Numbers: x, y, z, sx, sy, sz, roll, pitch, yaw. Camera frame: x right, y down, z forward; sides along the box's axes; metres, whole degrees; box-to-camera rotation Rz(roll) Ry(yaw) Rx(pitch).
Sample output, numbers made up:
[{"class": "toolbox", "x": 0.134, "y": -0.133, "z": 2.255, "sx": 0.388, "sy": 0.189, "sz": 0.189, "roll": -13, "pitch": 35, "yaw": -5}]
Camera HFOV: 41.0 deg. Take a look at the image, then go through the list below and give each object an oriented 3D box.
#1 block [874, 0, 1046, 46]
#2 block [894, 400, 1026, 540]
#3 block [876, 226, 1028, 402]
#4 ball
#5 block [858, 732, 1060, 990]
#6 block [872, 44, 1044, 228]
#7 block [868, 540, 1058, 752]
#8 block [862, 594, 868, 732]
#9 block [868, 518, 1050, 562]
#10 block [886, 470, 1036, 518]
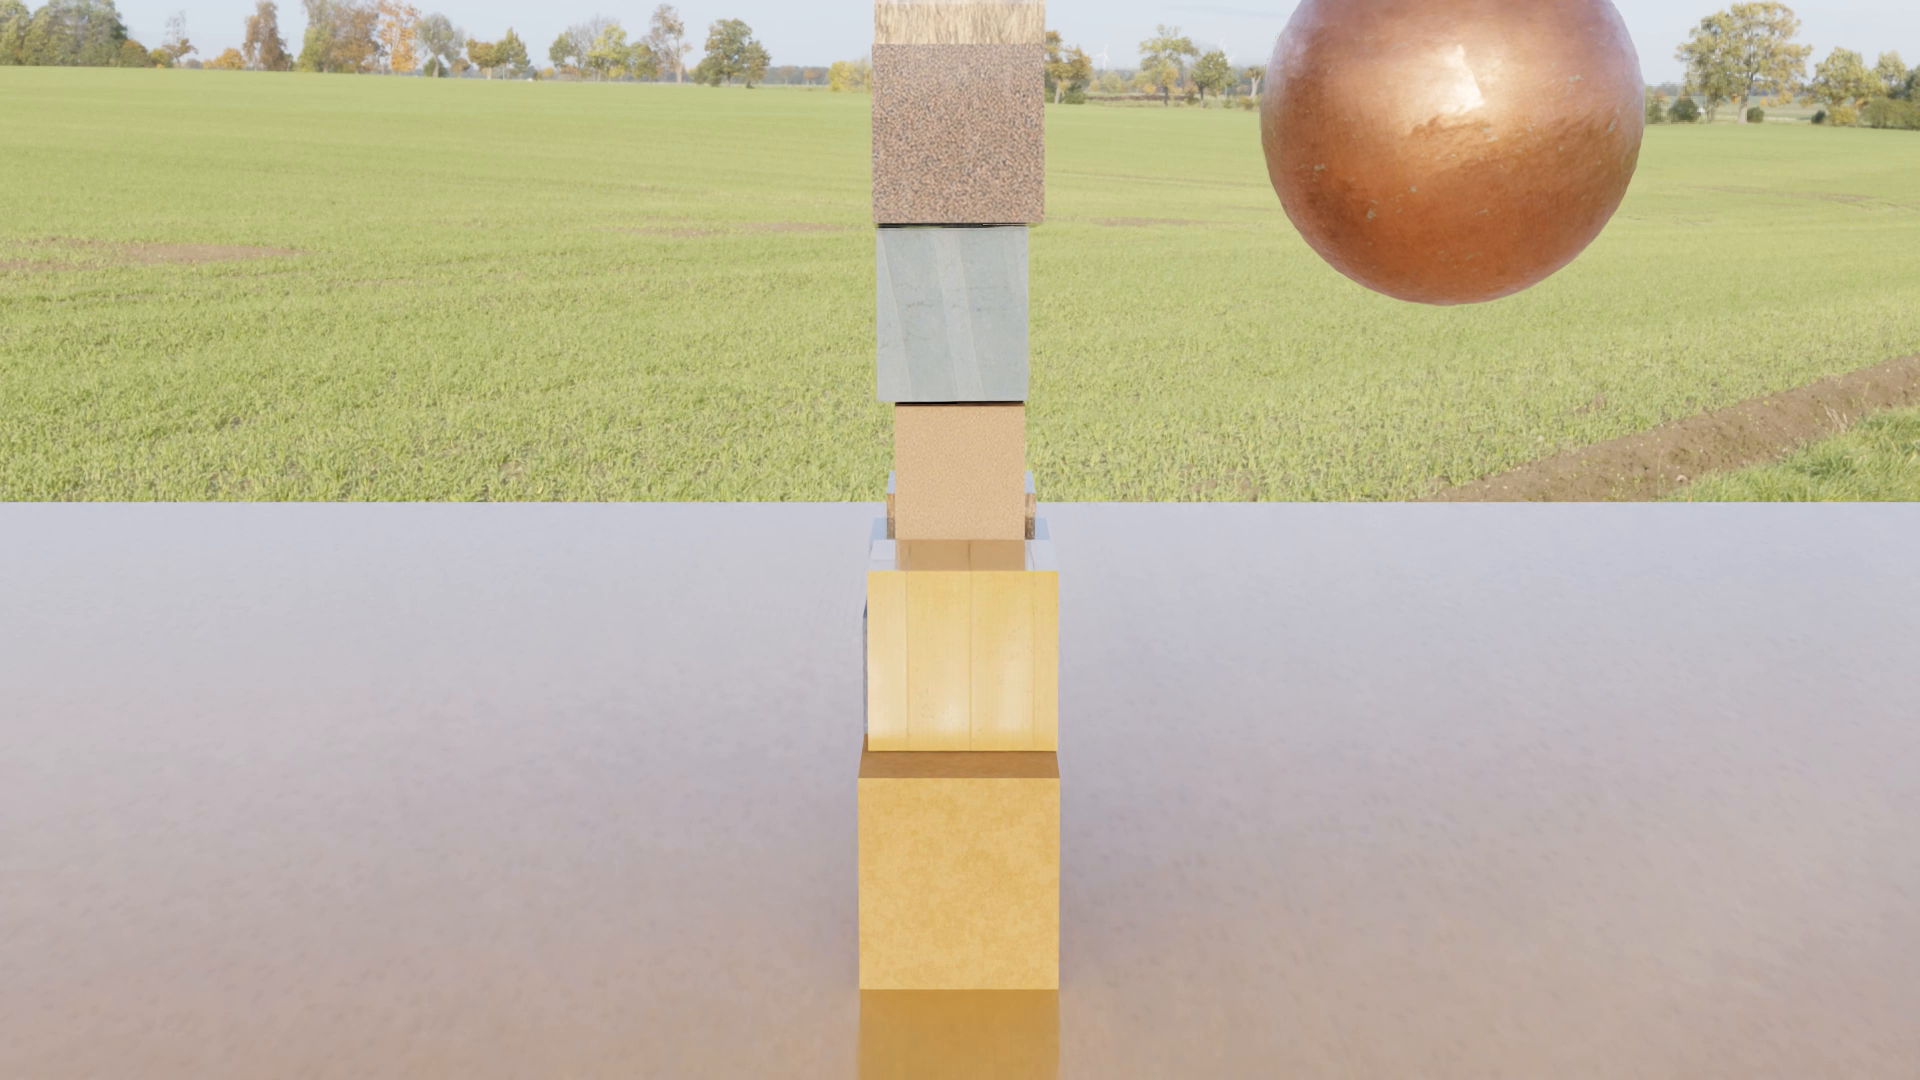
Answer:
[{"class": "block", "x": -0.006, "y": -2.453, "z": 10.853, "sx": 0.704, "sy": 0.768, "sz": 0.659, "roll": 0, "pitch": 5, "yaw": -1}, {"class": "block", "x": -0.002, "y": -0.314, "z": 11.096, "sx": 0.547, "sy": 0.593, "sz": 0.573, "roll": 0, "pitch": 10, "yaw": 0}, {"class": "block", "x": -0.035, "y": -0.976, "z": 10.984, "sx": 0.631, "sy": 0.722, "sz": 0.608, "roll": 0, "pitch": 7, "yaw": -1}, {"class": "ball", "x": 2.074, "y": -1.793, "z": 10.854, "sx": 1.600, "sy": 1.600, "sz": 1.600, "roll": 0, "pitch": 10, "yaw": 0}, {"class": "block", "x": -0.004, "y": 1.267, "z": 10.230, "sx": 0.773, "sy": 0.847, "sz": 0.688, "roll": 0, "pitch": 10, "yaw": 0}, {"class": "block", "x": -0.013, "y": -1.707, "z": 10.917, "sx": 0.711, "sy": 0.729, "sz": 0.706, "roll": 0, "pitch": 5, "yaw": -1}, {"class": "block", "x": 0.012, "y": 0.419, "z": 10.502, "sx": 0.751, "sy": 0.728, "sz": 0.761, "roll": 0, "pitch": 9, "yaw": 0}, {"class": "block", "x": -0.010, "y": 0.786, "z": 12.427, "sx": 0.885, "sy": 1.008, "sz": 0.839, "roll": 0, "pitch": 10, "yaw": 0}, {"class": "block", "x": 0.001, "y": 0.363, "z": 11.296, "sx": 0.775, "sy": 0.809, "sz": 0.803, "roll": 0, "pitch": 10, "yaw": 0}, {"class": "block", "x": 0.005, "y": 0.034, "z": 12.004, "sx": 0.676, "sy": 0.623, "sz": 0.674, "roll": 0, "pitch": 10, "yaw": 0}]
